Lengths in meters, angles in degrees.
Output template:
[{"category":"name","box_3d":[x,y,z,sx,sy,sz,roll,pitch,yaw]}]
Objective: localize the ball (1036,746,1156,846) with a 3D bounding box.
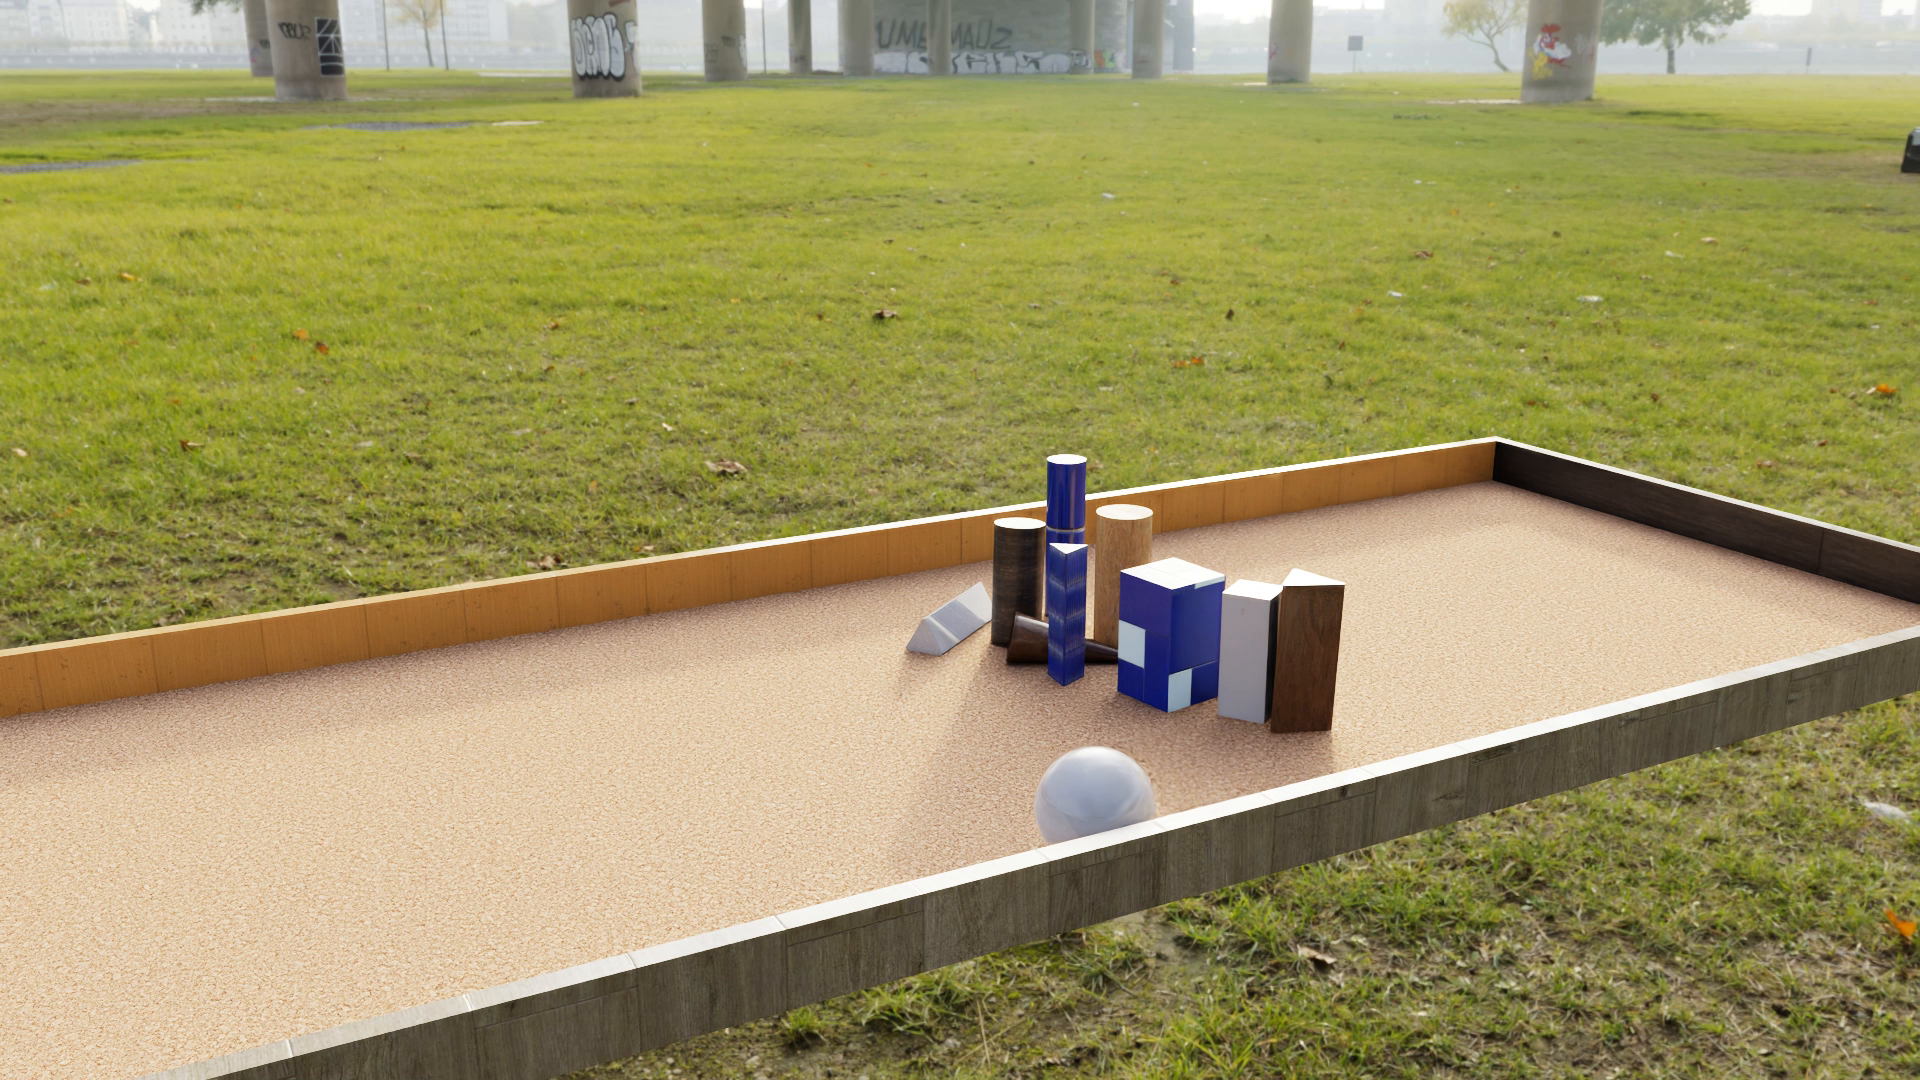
[{"category":"ball","box_3d":[0.262,0.515,3.190,0.233,0.233,0.233,0,16,0]}]

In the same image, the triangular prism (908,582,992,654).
[{"category":"triangular prism","box_3d":[-0.019,0.206,4.482,0.107,0.093,0.350,8,18,24]}]

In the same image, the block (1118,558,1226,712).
[{"category":"block","box_3d":[0.514,0.229,4.021,0.179,0.312,0.179,-12,20,-35]}]

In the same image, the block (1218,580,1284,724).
[{"category":"block","box_3d":[0.692,0.264,3.912,0.116,0.307,0.116,9,19,29]}]

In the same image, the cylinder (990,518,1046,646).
[{"category":"cylinder","box_3d":[0.154,0.111,4.397,0.135,0.319,0.135,1,13,0]}]

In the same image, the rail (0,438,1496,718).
[{"category":"rail","box_3d":[-3.305,0.497,3.399,12.000,0.150,0.050,-9,18,-27]}]

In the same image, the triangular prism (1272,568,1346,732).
[{"category":"triangular prism","box_3d":[0.790,0.256,3.850,0.147,0.355,0.127,-1,15,-9]}]

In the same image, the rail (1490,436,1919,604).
[{"category":"rail","box_3d":[2.466,-0.048,5.253,0.050,0.150,2.100,-9,18,-27]}]

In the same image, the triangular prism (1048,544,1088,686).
[{"category":"triangular prism","box_3d":[0.256,0.182,4.121,0.079,0.347,0.091,13,20,36]}]

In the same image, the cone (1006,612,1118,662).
[{"category":"cone","box_3d":[0.321,0.284,4.272,0.384,0.135,0.135,10,17,0]}]

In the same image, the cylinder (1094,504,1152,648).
[{"category":"cylinder","box_3d":[0.426,0.107,4.322,0.145,0.376,0.145,0,16,0]}]

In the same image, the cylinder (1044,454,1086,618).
[{"category":"cylinder","box_3d":[0.293,-0.006,4.581,0.108,0.448,0.108,0,16,0]}]

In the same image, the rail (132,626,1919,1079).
[{"category":"rail","box_3d":[-2.336,1.006,1.665,12.000,0.150,0.050,-9,18,-27]}]
